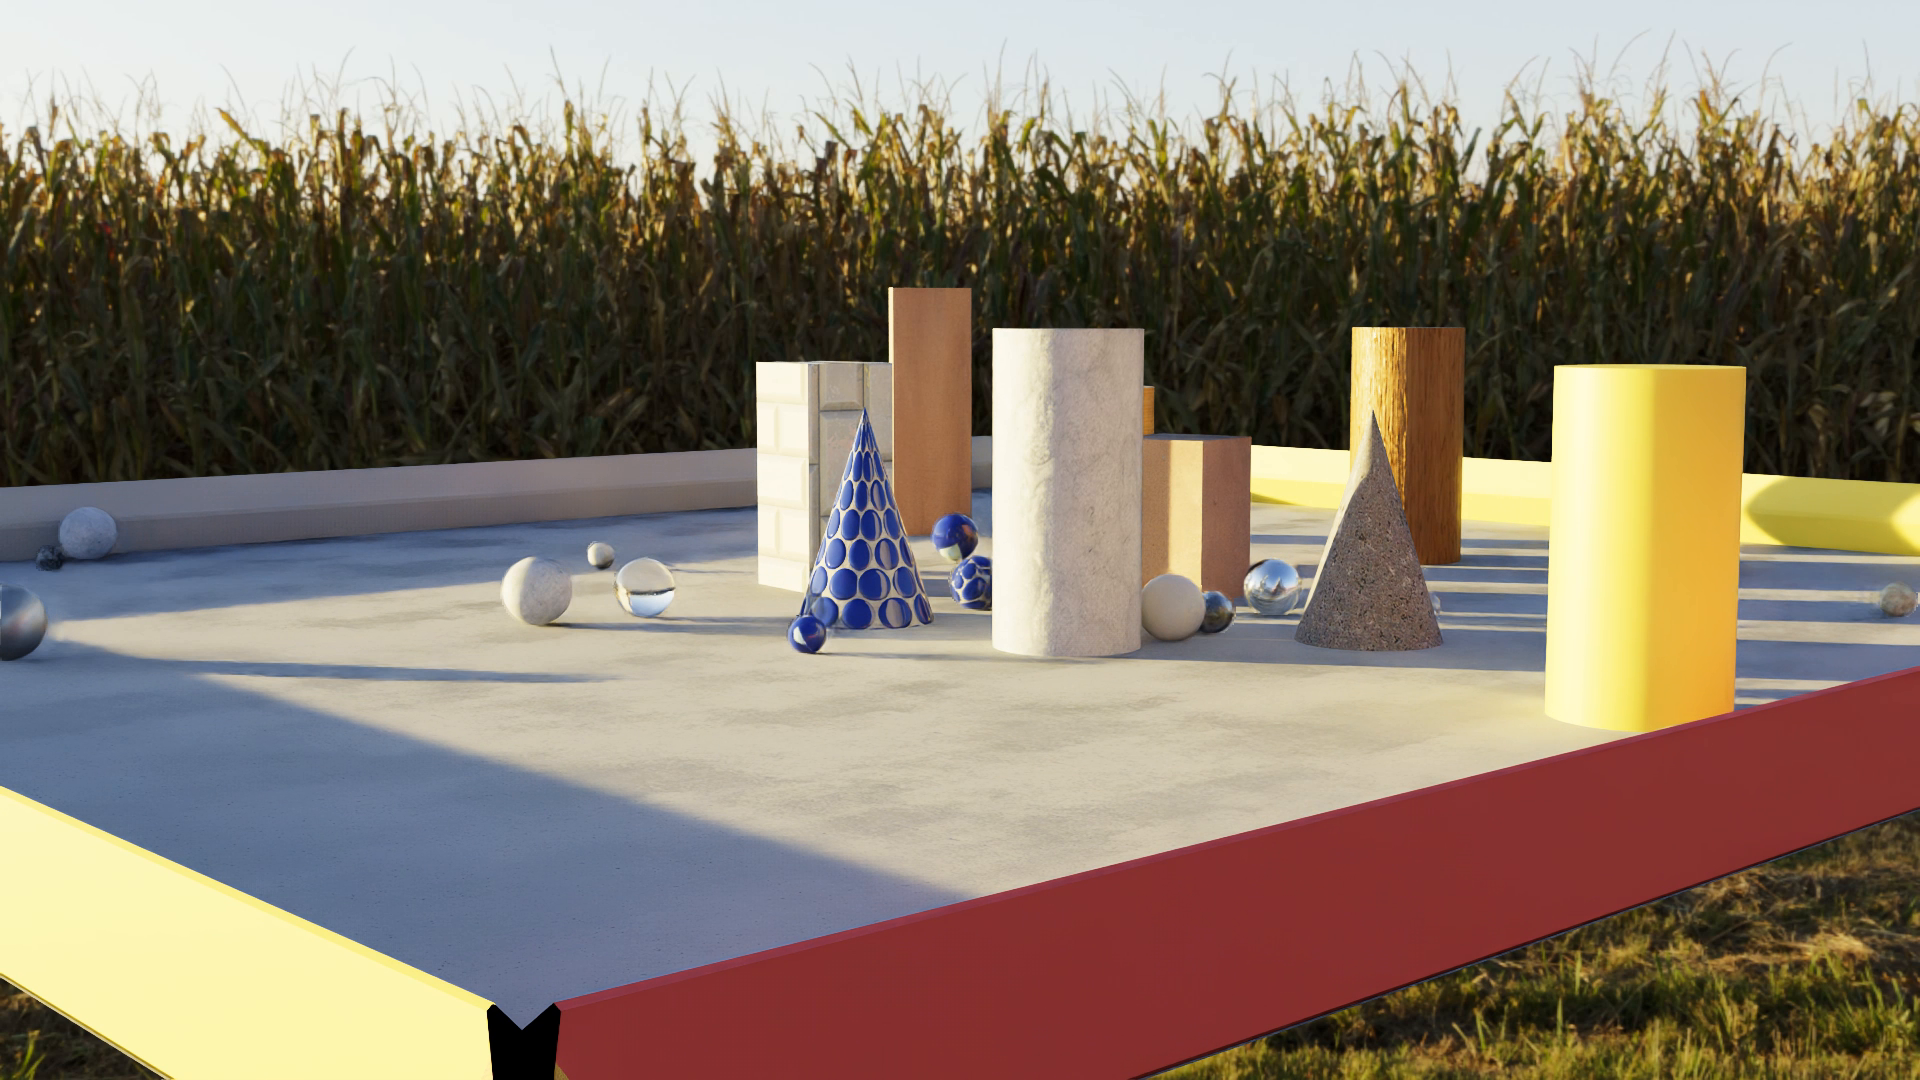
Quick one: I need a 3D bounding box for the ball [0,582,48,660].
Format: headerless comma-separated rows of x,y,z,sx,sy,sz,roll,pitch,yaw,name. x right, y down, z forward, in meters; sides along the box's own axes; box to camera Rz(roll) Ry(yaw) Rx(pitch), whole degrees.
-1.218,0.104,2.806,0.100,0.100,0.100,0,6,0,ball

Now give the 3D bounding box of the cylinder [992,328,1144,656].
0.143,-0.069,2.917,0.199,0.421,0.199,0,6,0,cylinder

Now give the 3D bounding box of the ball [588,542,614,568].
-0.622,0.027,3.812,0.046,0.046,0.046,0,6,0,ball

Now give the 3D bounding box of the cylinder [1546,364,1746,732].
0.749,0.003,2.408,0.199,0.384,0.199,0,6,0,cylinder

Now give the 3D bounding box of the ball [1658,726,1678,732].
0.646,0.204,1.970,0.075,0.075,0.075,0,6,0,ball

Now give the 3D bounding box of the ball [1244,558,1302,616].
0.459,0.068,3.226,0.085,0.085,0.085,0,6,0,ball

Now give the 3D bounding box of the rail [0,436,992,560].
-1.066,-0.086,4.481,3.488,0.129,0.045,-5,8,-42,rail

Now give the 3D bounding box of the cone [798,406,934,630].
-0.136,-0.038,3.165,0.199,0.309,0.199,0,6,0,cone

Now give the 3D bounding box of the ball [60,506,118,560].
-1.560,-0.011,3.937,0.096,0.096,0.096,0,6,0,ball

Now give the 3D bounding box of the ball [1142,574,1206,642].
0.286,0.091,2.971,0.092,0.092,0.092,0,6,0,ball

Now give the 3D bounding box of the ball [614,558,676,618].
-0.458,0.070,3.198,0.088,0.088,0.088,0,6,0,ball

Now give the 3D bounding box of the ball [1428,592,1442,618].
0.669,0.096,3.159,0.043,0.043,0.043,0,6,0,ball

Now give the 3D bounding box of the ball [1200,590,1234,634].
0.350,0.100,3.045,0.059,0.059,0.059,0,6,0,ball

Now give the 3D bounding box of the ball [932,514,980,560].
-0.007,-0.005,3.938,0.083,0.083,0.083,0,6,0,ball

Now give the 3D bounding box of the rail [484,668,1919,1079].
1.066,0.153,2.183,3.488,0.129,0.045,-5,8,-42,rail

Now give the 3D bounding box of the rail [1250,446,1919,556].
1.264,-0.087,4.492,0.045,0.129,3.190,-5,8,-42,rail

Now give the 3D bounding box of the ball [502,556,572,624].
-0.601,0.072,3.128,0.098,0.098,0.098,0,6,0,ball

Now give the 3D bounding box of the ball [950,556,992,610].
0.027,0.064,3.283,0.082,0.082,0.082,0,6,0,ball

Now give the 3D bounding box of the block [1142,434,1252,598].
0.345,-0.036,3.431,0.159,0.249,0.159,4,7,35,block

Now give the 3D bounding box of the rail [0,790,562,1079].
-1.264,0.154,2.172,0.045,0.129,3.190,-5,8,-42,rail

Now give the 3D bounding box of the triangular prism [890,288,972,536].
-0.084,-0.262,4.443,0.172,0.490,0.149,-2,6,-21,triangular prism

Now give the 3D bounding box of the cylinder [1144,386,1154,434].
0.238,-0.110,3.830,0.199,0.314,0.199,0,6,0,cylinder

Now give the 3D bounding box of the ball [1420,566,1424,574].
0.695,0.057,3.442,0.062,0.062,0.062,0,6,0,ball

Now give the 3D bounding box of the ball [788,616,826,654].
-0.198,0.123,2.864,0.050,0.050,0.050,0,6,0,ball

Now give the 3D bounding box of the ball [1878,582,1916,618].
1.367,0.088,3.208,0.050,0.050,0.050,0,6,0,ball

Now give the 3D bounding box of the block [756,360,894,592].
-0.219,-0.107,3.567,0.159,0.362,0.159,-4,7,-35,block

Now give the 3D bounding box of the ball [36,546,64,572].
-1.556,0.033,3.762,0.043,0.043,0.043,0,6,0,ball

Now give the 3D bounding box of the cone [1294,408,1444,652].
0.554,-0.022,2.969,0.199,0.316,0.199,0,6,0,cone

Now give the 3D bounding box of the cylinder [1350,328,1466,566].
0.800,-0.172,3.940,0.199,0.415,0.199,0,6,0,cylinder
